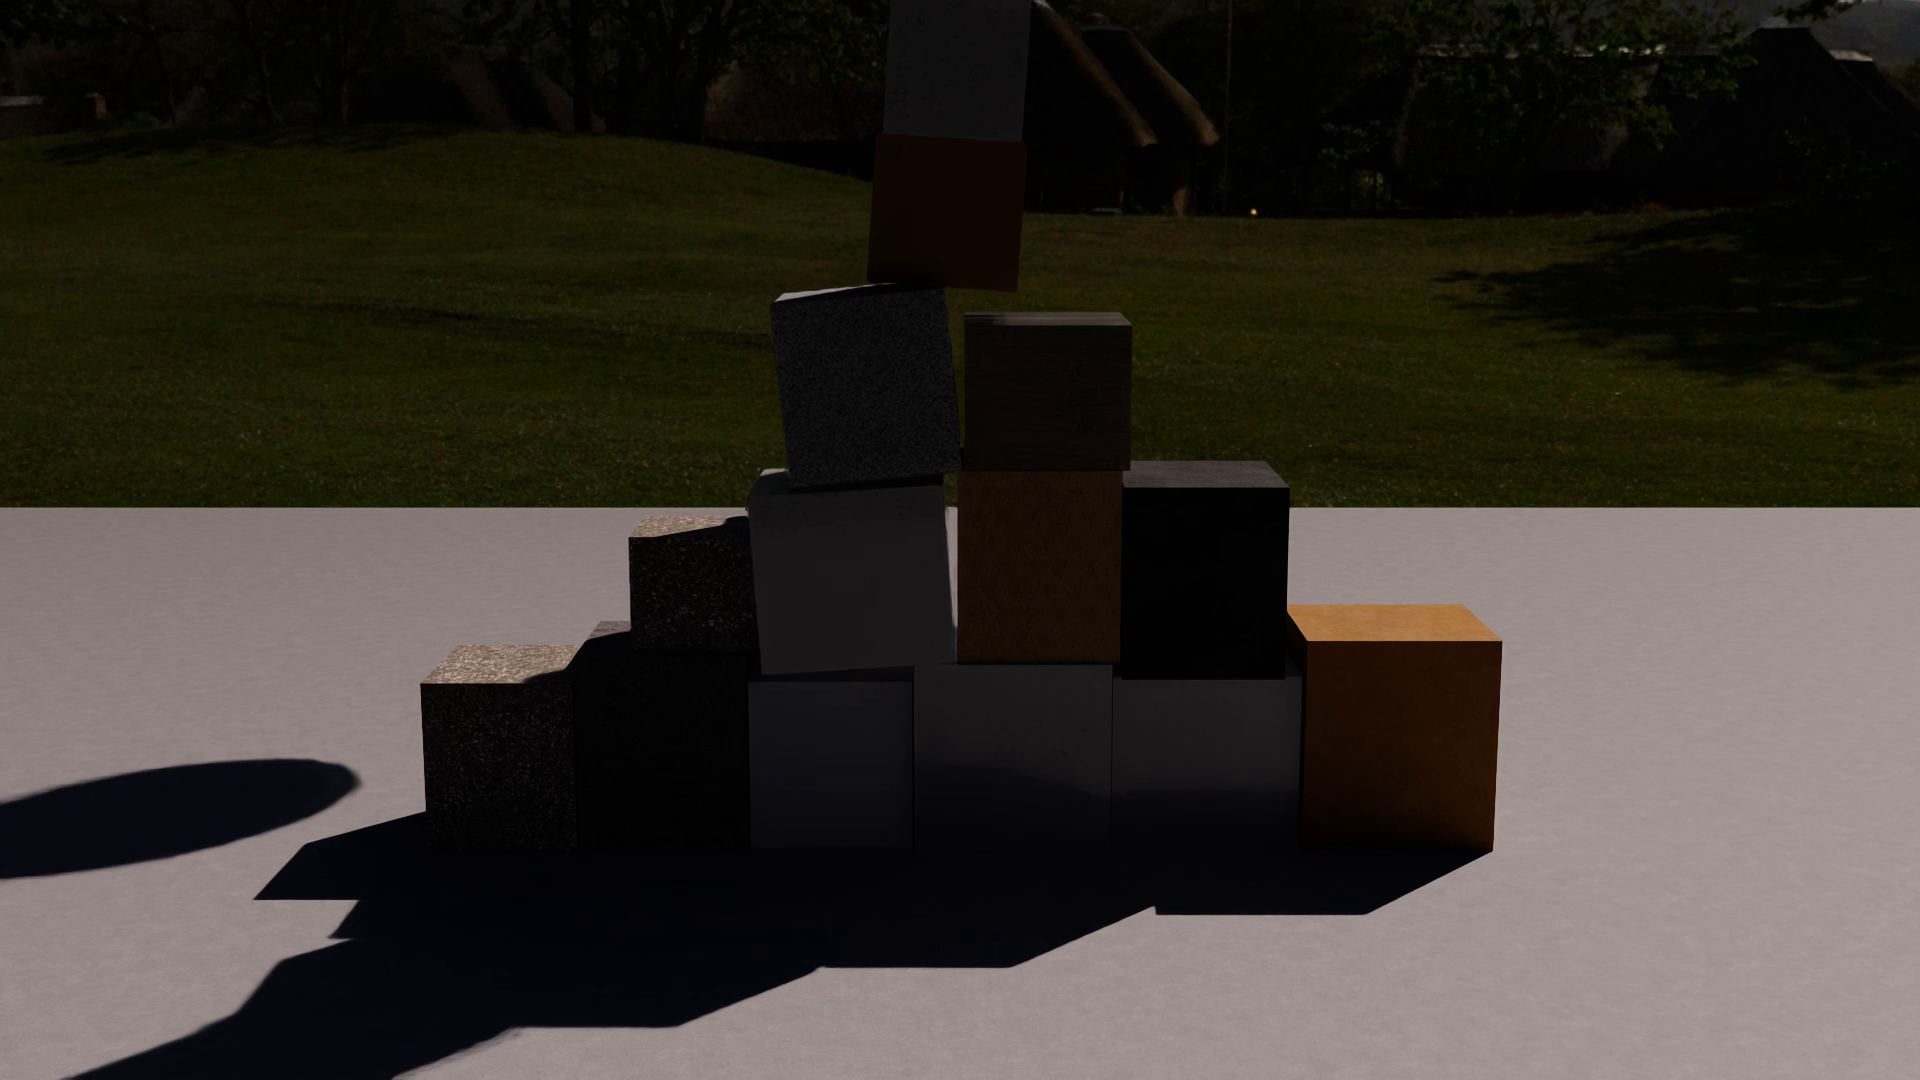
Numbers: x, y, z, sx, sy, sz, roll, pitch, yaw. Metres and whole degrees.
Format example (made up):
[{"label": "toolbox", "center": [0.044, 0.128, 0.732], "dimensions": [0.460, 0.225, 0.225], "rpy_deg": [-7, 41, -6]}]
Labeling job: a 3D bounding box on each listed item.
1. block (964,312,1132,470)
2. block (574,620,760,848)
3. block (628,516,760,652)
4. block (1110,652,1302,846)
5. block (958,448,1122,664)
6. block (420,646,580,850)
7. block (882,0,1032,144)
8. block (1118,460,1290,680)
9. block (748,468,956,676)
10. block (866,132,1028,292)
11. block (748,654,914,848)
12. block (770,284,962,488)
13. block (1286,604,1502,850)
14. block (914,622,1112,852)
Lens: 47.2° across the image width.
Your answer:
[{"label": "block", "center": [0.425, -0.761, 11.048], "dimensions": [0.807, 0.706, 0.854], "rpy_deg": [0, 10, 0]}, {"label": "block", "center": [-1.486, 0.990, 11.359], "dimensions": [0.848, 0.988, 0.827], "rpy_deg": [0, 10, 0]}, {"label": "block", "center": [-1.327, 0.218, 11.206], "dimensions": [0.618, 0.586, 0.625], "rpy_deg": [0, 10, 0]}, {"label": "block", "center": [1.230, 1.040, 11.380], "dimensions": [0.940, 0.881, 0.790], "rpy_deg": [0, 10, 0]}, {"label": "block", "center": [0.389, 0.062, 11.178], "dimensions": [0.803, 0.959, 0.834], "rpy_deg": [0, 10, 0]}, {"label": "block", "center": [-2.294, 1.056, 11.358], "dimensions": [0.749, 0.859, 0.839], "rpy_deg": [0, 10, 0]}, {"label": "block", "center": [-0.011, -2.358, 10.744], "dimensions": [0.663, 0.781, 0.722], "rpy_deg": [4, 10, -1]}, {"label": "block", "center": [1.202, 0.136, 11.208], "dimensions": [0.802, 0.960, 0.903], "rpy_deg": [0, 10, 0]}, {"label": "block", "center": [-0.528, 0.116, 11.187], "dimensions": [0.953, 0.888, 0.926], "rpy_deg": [-4, 10, 1]}, {"label": "block", "center": [-0.063, -1.632, 10.901], "dimensions": [0.726, 0.706, 0.731], "rpy_deg": [4, 10, -1]}, {"label": "block", "center": [-0.644, 1.051, 11.382], "dimensions": [0.815, 0.860, 0.822], "rpy_deg": [0, 10, 0]}, {"label": "block", "center": [-0.451, -0.805, 11.025], "dimensions": [0.839, 0.886, 0.855], "rpy_deg": [-6, 10, 1]}, {"label": "block", "center": [2.189, 0.949, 11.335], "dimensions": [0.959, 1.077, 0.864], "rpy_deg": [0, 10, 0]}, {"label": "block", "center": [0.261, 1.000, 11.381], "dimensions": [0.976, 0.960, 0.970], "rpy_deg": [0, 10, 0]}]
